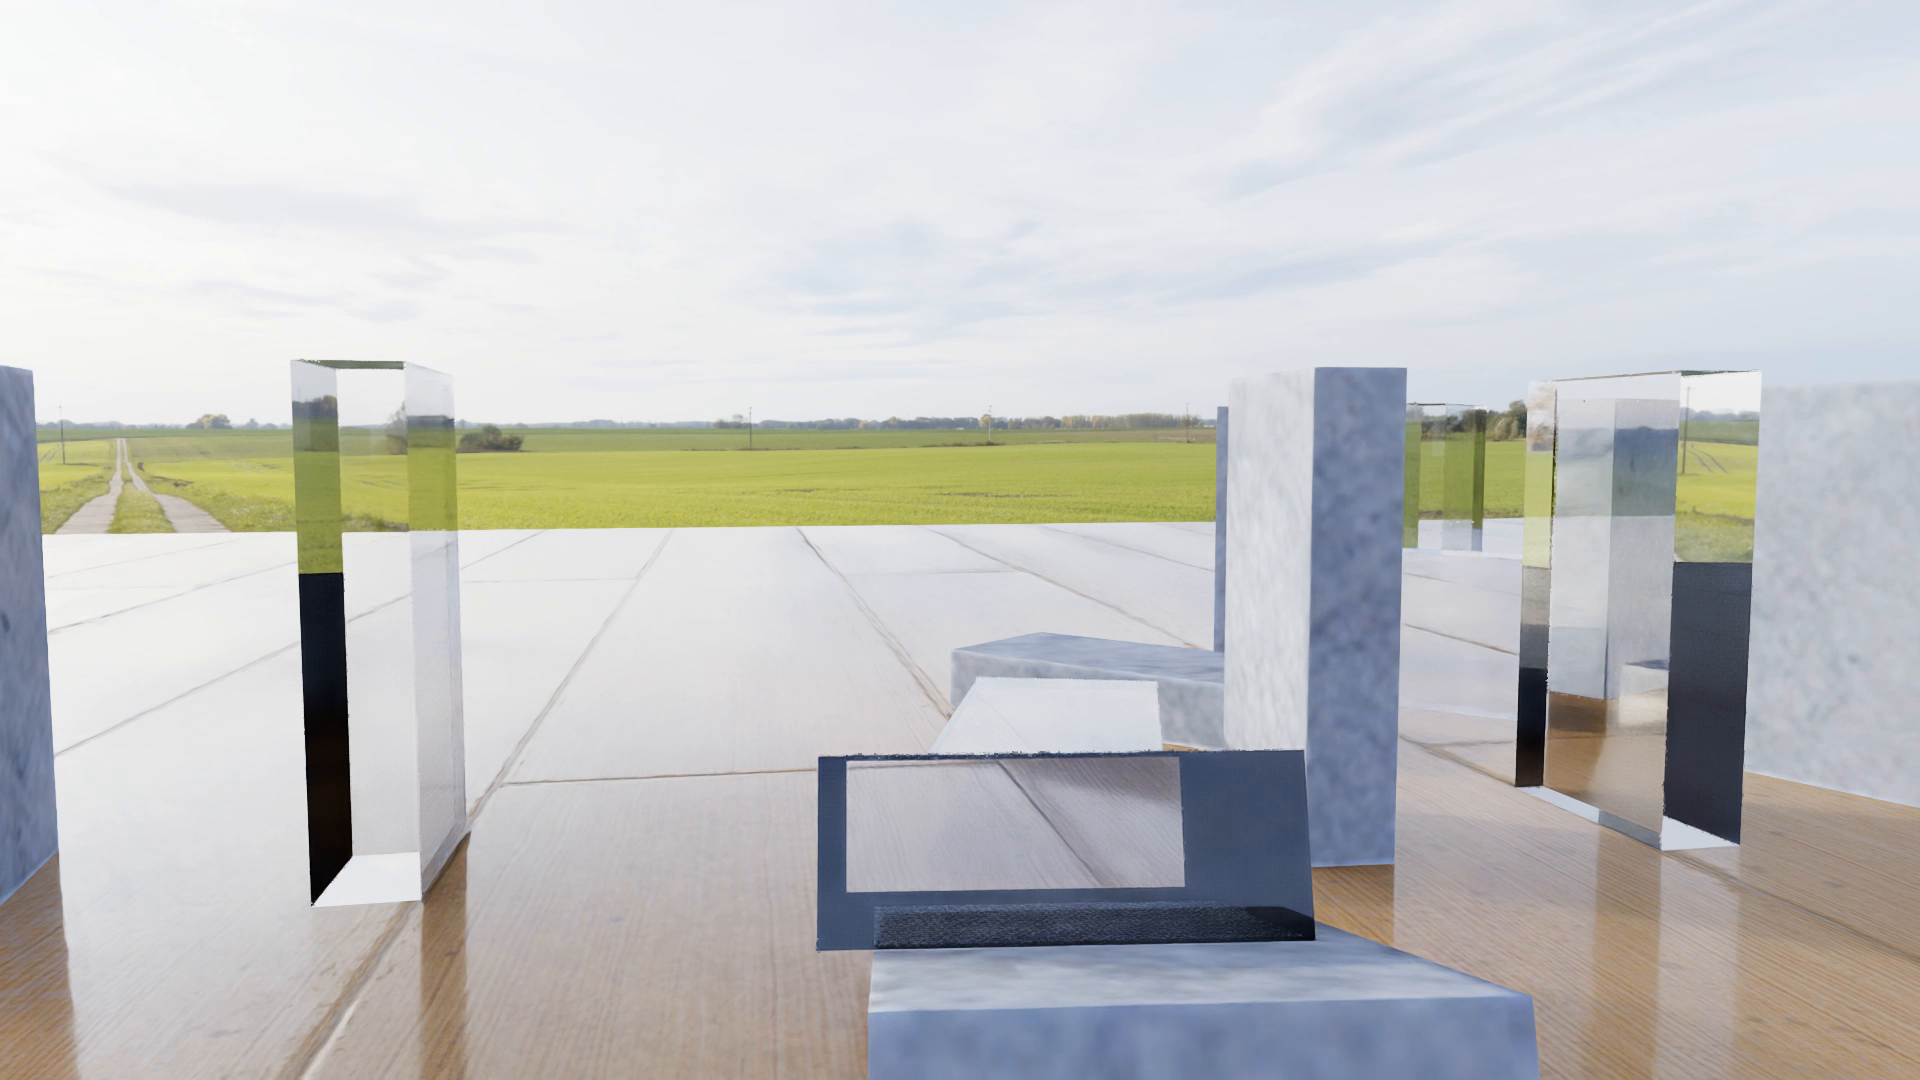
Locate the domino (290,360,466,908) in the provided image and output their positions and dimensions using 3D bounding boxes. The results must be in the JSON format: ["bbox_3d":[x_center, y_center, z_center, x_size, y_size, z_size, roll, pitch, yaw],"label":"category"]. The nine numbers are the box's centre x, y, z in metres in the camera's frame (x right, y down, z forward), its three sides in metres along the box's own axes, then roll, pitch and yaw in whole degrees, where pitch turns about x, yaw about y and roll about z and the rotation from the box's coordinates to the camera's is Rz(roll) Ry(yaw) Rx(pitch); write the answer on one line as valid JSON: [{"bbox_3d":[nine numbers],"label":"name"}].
[{"bbox_3d":[-0.058,0.008,0.129,0.009,0.050,0.025,-1,4,-12],"label":"domino"}]

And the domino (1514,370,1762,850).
[{"bbox_3d":[0.076,0.007,0.146,0.009,0.050,0.025,-1,4,-11],"label":"domino"}]

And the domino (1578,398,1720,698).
[{"bbox_3d":[0.120,0.001,0.224,0.025,0.050,0.010,-3,5,-34],"label":"domino"}]

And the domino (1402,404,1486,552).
[{"bbox_3d":[0.094,-0.001,0.251,0.009,0.050,0.025,3,5,38],"label":"domino"}]

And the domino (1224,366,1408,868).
[{"bbox_3d":[0.038,0.007,0.140,0.009,0.050,0.025,-1,4,-7],"label":"domino"}]

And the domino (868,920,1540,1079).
[{"bbox_3d":[0.008,0.026,0.071,0.025,0.009,0.050,0,-10,-3],"label":"domino"}]

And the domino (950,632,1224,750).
[{"bbox_3d":[0.026,0.023,0.201,0.050,0.010,0.025,3,5,38],"label":"domino"}]

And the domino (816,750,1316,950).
[{"bbox_3d":[0.004,0.020,0.089,0.025,0.009,0.050,0,-10,-2],"label":"domino"}]

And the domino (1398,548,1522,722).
[{"bbox_3d":[0.070,0.014,0.215,0.050,0.025,0.009,4,6,39],"label":"domino"}]

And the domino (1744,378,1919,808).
[{"bbox_3d":[0.112,0.006,0.158,0.010,0.050,0.025,-3,5,-31],"label":"domino"}]

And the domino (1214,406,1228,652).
[{"bbox_3d":[0.060,-0.003,0.270,0.009,0.050,0.025,2,5,19],"label":"domino"}]

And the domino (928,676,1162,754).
[{"bbox_3d":[0.012,0.026,0.156,0.025,0.009,0.050,1,4,8],"label":"domino"}]

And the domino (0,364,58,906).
[{"bbox_3d":[-0.095,0.009,0.119,0.009,0.050,0.025,-2,5,-20],"label":"domino"}]
